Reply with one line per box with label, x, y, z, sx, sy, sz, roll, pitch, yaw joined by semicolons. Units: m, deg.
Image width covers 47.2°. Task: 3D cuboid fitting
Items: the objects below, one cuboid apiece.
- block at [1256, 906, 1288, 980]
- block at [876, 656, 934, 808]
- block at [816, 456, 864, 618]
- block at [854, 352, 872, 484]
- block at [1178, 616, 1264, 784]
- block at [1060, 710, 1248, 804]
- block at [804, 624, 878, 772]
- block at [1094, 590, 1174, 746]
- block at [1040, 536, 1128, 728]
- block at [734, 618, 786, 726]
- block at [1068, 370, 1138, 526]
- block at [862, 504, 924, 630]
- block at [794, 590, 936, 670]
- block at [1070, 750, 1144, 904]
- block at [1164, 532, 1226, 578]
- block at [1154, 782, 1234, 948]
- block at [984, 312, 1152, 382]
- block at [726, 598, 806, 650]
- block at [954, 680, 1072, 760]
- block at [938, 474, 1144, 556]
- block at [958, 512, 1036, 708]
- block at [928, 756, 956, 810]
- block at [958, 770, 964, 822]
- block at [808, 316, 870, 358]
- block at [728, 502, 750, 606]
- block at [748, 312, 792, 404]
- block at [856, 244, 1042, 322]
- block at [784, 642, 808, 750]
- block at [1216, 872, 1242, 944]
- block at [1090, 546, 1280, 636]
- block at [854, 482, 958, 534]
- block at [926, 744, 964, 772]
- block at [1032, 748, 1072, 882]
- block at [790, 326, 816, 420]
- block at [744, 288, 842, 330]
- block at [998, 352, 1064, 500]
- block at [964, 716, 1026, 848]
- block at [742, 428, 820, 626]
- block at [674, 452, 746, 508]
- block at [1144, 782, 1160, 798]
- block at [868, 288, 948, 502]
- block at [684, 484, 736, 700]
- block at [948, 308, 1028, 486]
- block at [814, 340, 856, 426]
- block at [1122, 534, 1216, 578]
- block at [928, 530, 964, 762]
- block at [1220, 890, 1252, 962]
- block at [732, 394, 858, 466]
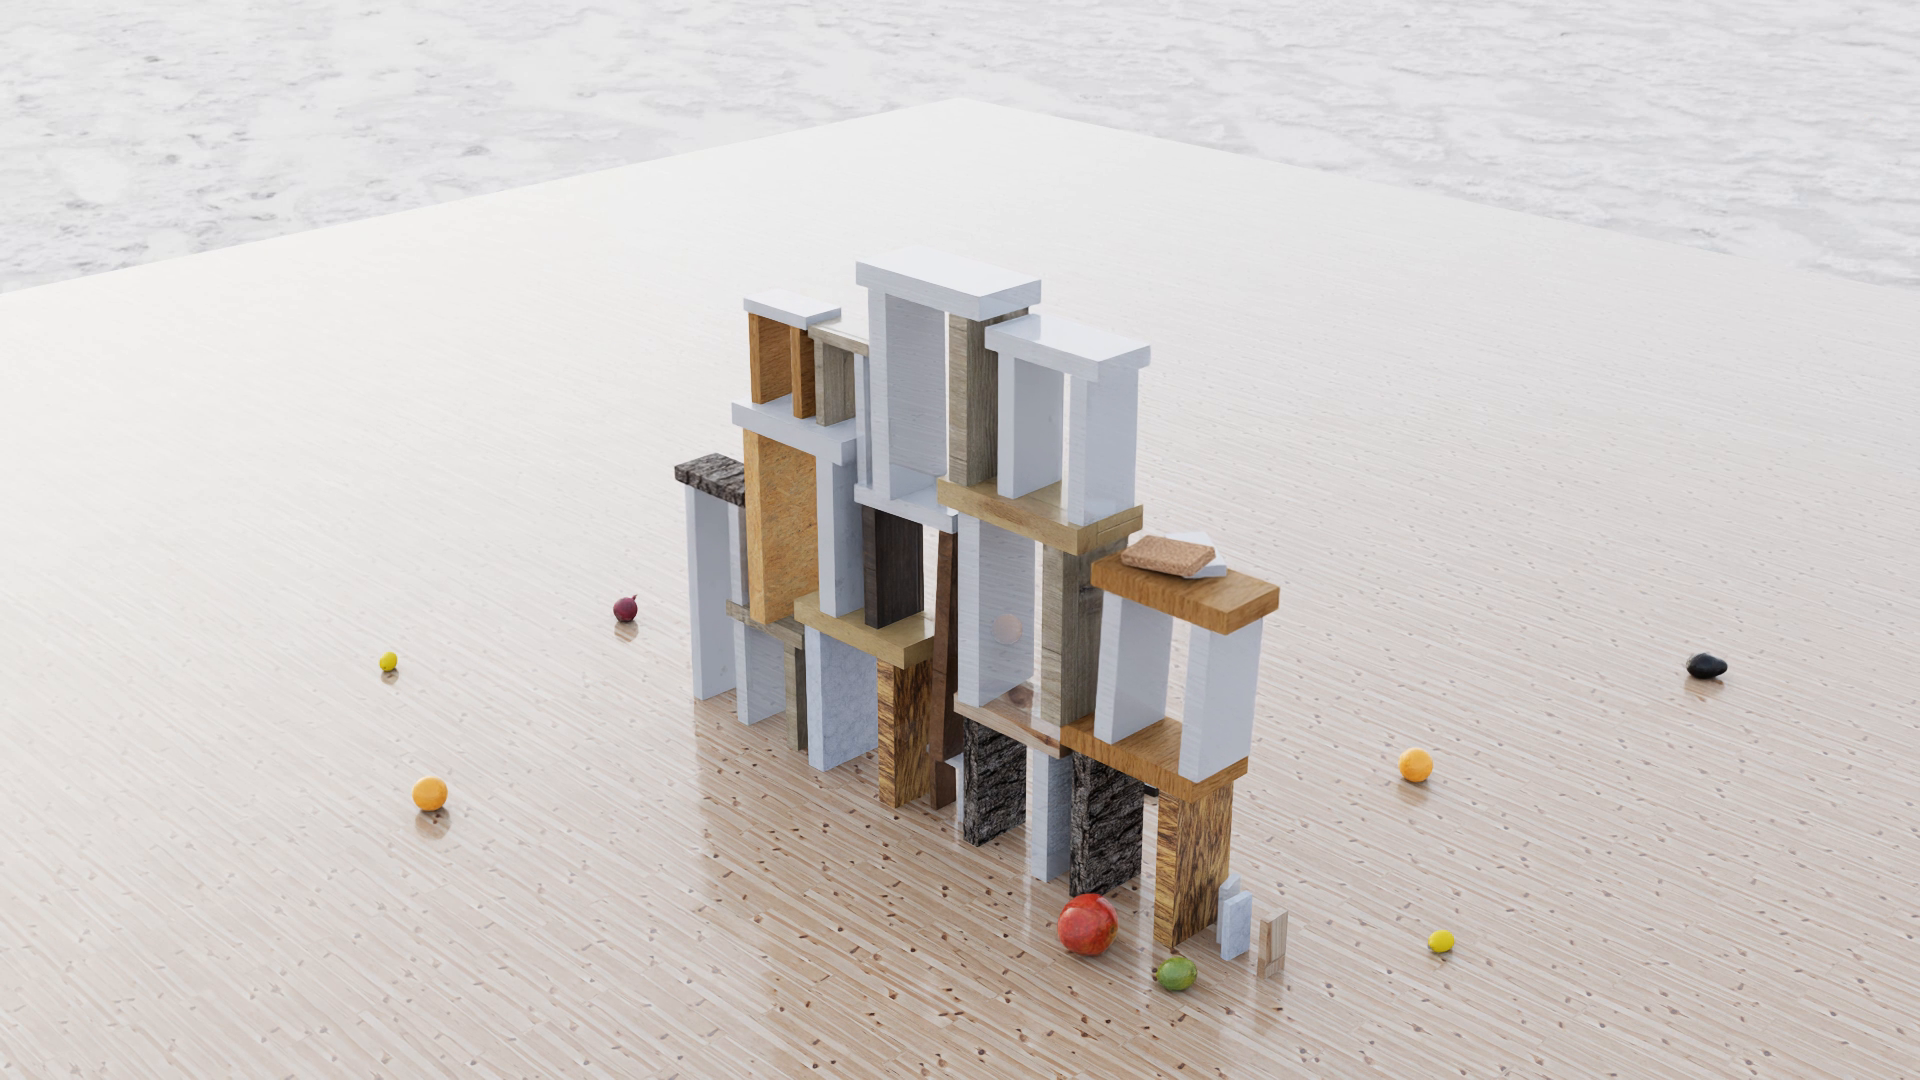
block;0.557;0.718;3.917;0.017;0.118;0.059;21;31;41
block;-0.091;0.368;4.476;0.046;0.327;0.163;21;31;41
block;-0.208;-0.028;4.439;0.048;0.337;0.169;21;31;41
block;-0.163;-0.246;4.288;0.025;0.264;0.088;19;30;40
block;0.456;0.262;3.840;0.149;0.299;0.042;-21;34;-41
block;0.352;0.378;4.009;0.157;0.044;0.314;-21;31;-41
block;-0.245;0.308;4.618;0.046;0.327;0.163;21;31;41
block;0.316;0.208;3.969;0.149;0.299;0.042;-21;34;-40
block;0.228;0.150;4.037;0.176;0.353;0.050;-21;31;-40
block;-0.431;0.270;4.808;0.035;0.248;0.124;21;31;41
block;0.252;-0.172;3.869;0.136;0.272;0.039;-21;31;-40
block;-0.133;0.035;4.389;0.037;0.260;0.130;21;30;41
block;-0.168;0.166;4.474;0.327;0.046;0.163;21;31;41
block;0.279;0.514;4.147;0.044;0.314;0.157;21;31;41
block;0.414;0.026;3.878;0.075;0.021;0.150;-3;23;-8
block;0.426;0.572;4.011;0.157;0.314;0.044;-21;31;-40
block;0.188;-0.341;3.870;0.136;0.039;0.272;-21;31;-40
block;-0.373;0.163;4.699;0.124;0.035;0.247;-21;31;-41
block;0.135;0.333;4.215;0.277;0.039;0.139;21;31;41
block;0.144;-0.067;4.034;0.176;0.050;0.353;-21;31;-40
block;0.071;0.106;4.195;0.050;0.395;0.176;17;28;35
block;-0.035;0.484;4.468;0.017;0.117;0.058;18;28;41
block;0.021;0.505;4.420;0.017;0.117;0.059;18;28;34
block;-0.204;-0.396;4.271;0.175;0.025;0.088;21;31;41
block;-0.437;0.015;4.707;0.033;0.231;0.116;21;31;41
block;-0.385;-0.380;4.473;0.027;0.189;0.095;17;28;34
block;-0.023;-0.475;4.046;0.322;0.046;0.161;22;31;40
block;-0.315;0.316;4.700;0.124;0.247;0.035;-21;31;-41
block;0.491;0.674;4.021;0.017;0.118;0.059;13;26;28
block;0.390;0.080;3.832;0.299;0.042;0.149;21;31;40
block;-0.067;-0.079;4.275;0.260;0.037;0.130;19;29;39
block;-0.006;0.431;4.421;0.058;0.017;0.117;-19;30;-40
block;0.200;0.505;4.217;0.039;0.277;0.139;21;31;41
block;-0.291;-0.344;4.388;0.094;0.189;0.027;-21;31;-40
block;-0.335;-0.461;4.389;0.189;0.027;0.094;21;31;41
block;0.129;-0.223;3.989;0.039;0.272;0.136;20;30;39
block;0.070;0.453;4.337;0.039;0.277;0.139;21;31;41
block;-0.367;-0.048;4.603;0.048;0.428;0.169;21;31;41
block;-0.493;-0.129;4.706;0.231;0.033;0.116;21;31;40
block;0.420;0.487;4.585;0.075;0.021;0.150;18;29;37
block;-0.099;-0.294;4.206;0.046;0.414;0.161;19;29;39
block;-0.542;0.103;4.859;0.116;0.514;0.033;-21;32;-40
block;0.053;-0.274;4.046;0.161;0.322;0.046;-21;31;-41
block;-0.245;-0.320;4.348;0.088;0.175;0.025;-21;31;-40
block;0.363;0.027;3.831;0.150;0.021;0.075;11;35;43
block;0.007;0.192;4.325;0.037;0.500;0.130;23;31;38
block;0.499;0.696;3.969;0.059;0.118;0.017;-19;29;-37
block;-0.288;-0.236;4.437;0.169;0.048;0.338;-21;31;-40
